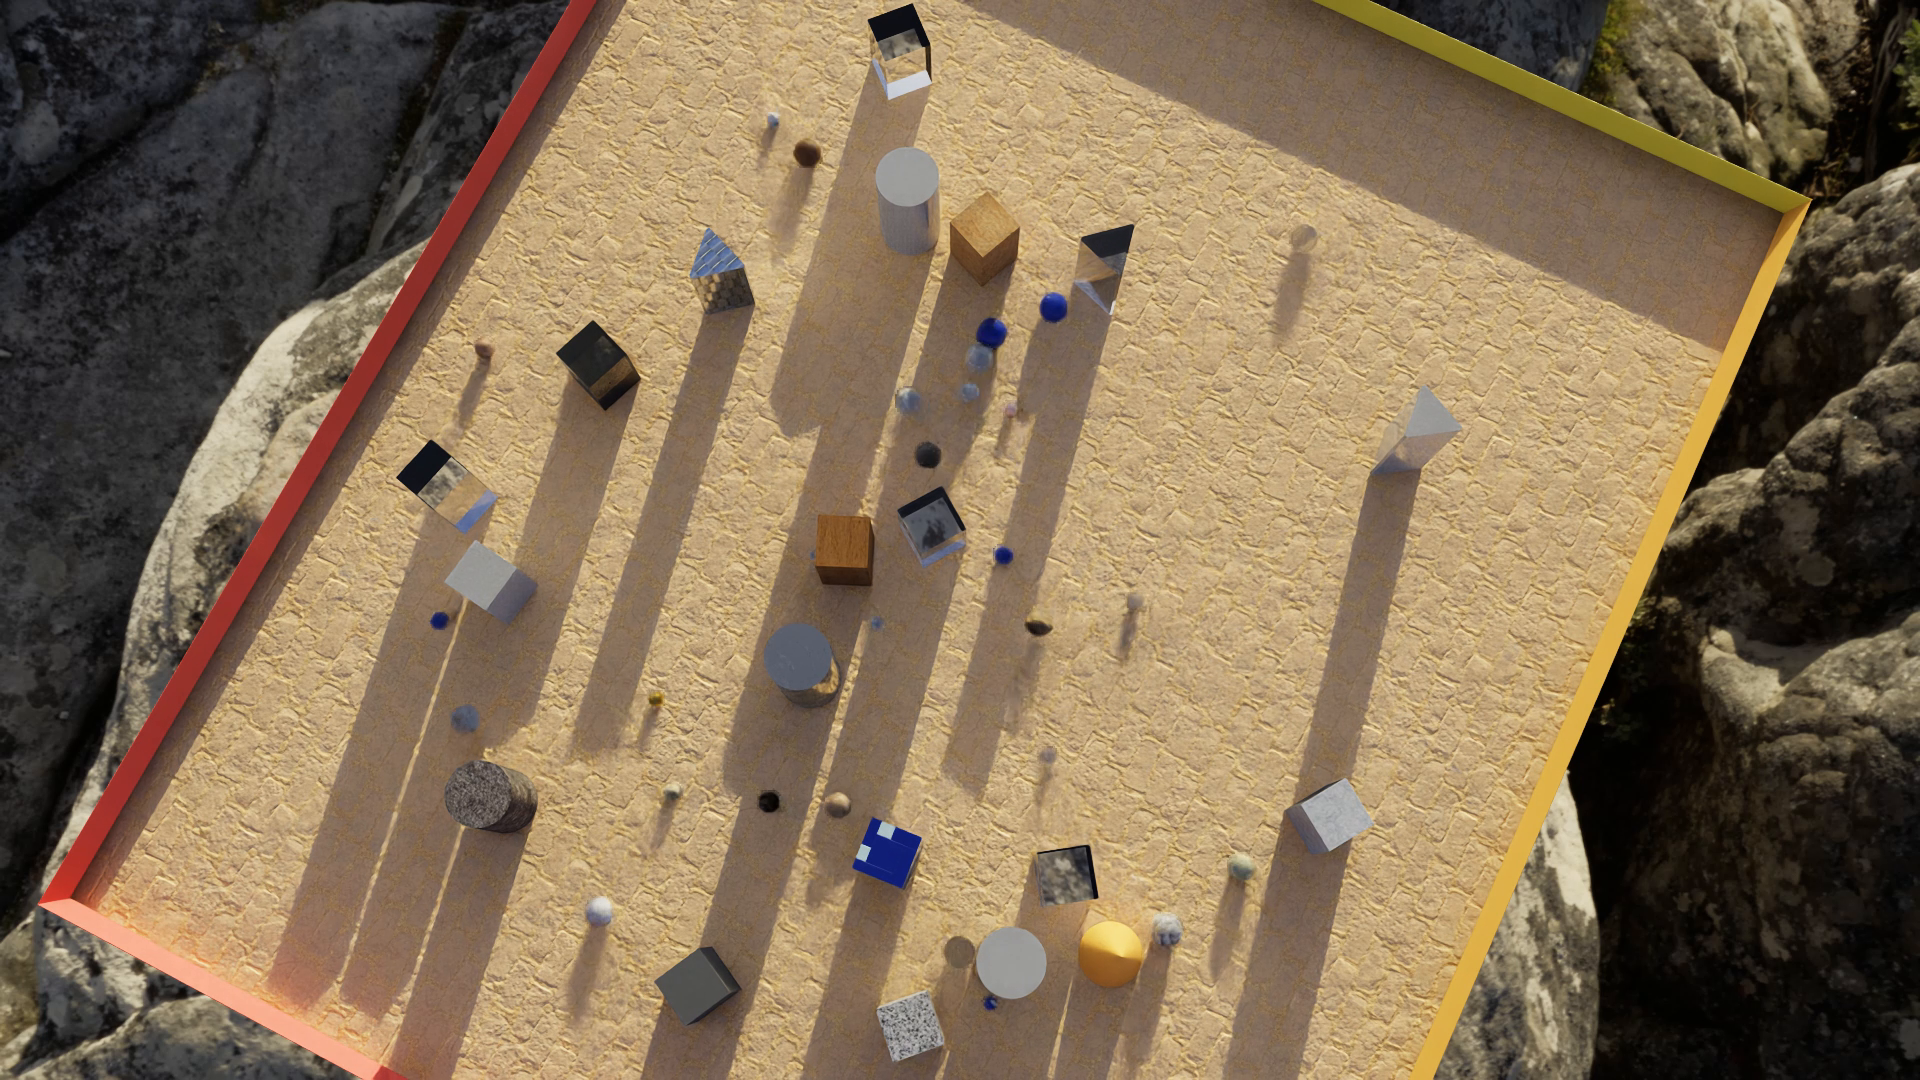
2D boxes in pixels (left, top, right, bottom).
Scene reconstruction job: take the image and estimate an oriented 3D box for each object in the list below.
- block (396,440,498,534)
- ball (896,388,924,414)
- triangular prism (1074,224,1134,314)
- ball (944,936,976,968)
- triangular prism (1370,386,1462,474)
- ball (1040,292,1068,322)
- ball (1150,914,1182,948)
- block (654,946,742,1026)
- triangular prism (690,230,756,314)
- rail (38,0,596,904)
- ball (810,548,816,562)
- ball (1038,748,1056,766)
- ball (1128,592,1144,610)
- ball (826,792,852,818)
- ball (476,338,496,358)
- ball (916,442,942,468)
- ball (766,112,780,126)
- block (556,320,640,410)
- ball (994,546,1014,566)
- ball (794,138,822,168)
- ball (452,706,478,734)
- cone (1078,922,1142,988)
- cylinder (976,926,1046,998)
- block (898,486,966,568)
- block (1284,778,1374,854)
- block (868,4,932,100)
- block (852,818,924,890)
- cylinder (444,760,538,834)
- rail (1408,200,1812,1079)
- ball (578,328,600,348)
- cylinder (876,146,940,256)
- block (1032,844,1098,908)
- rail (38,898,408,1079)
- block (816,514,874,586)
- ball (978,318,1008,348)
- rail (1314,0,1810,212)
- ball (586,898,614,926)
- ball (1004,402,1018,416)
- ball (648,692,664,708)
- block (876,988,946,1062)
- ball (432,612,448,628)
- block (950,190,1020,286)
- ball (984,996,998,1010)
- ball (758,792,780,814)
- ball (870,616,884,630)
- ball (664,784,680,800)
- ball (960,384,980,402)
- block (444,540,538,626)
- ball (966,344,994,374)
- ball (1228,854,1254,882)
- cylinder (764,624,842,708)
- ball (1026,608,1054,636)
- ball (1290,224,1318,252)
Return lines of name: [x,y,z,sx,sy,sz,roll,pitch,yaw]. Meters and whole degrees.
block: [-1.528,-0.156,5.475,0.151,0.339,0.151,39,81,7]
ball: [-0.155,-0.428,5.664,0.081,0.081,0.081,0,78,0]
triangular prism: [0.466,-0.850,5.607,0.164,0.362,0.142,44,82,8]
ball: [-0.002,1.197,5.322,0.091,0.091,0.091,0,78,0]
triangular prism: [1.338,-0.329,5.453,0.164,0.454,0.142,-8,78,-2]
ball: [0.292,-0.728,5.721,0.090,0.090,0.090,0,78,0]
ball: [0.601,1.138,5.333,0.093,0.093,0.093,0,78,0]
block: [-0.742,1.266,5.210,0.151,0.283,0.151,-36,81,-7]
triangular prism: [-0.737,-0.830,5.619,0.164,0.331,0.142,-13,79,-3]
rail: [-1.672,-0.812,5.721,0.045,0.123,4.304,26,80,5]
ball: [-0.437,0.046,5.584,0.044,0.044,0.044,0,78,0]
ball: [0.261,0.645,5.457,0.052,0.052,0.052,0,78,0]
ball: [0.533,0.184,5.552,0.052,0.052,0.052,0,78,0]
ball: [-0.358,0.784,5.415,0.076,0.076,0.076,0,78,0]
ball: [-1.479,-0.598,5.709,0.060,0.060,0.060,0,78,0]
ball: [-0.096,-0.259,5.629,0.081,0.081,0.081,0,78,0]
ball: [-0.599,-1.348,5.873,0.044,0.044,0.044,0,78,0]
block: [-1.102,-0.531,5.598,0.151,0.252,0.151,-43,82,-8]
ball: [0.134,0.048,5.577,0.058,0.058,0.058,0,78,0]
ball: [-0.484,-1.230,5.825,0.089,0.089,0.089,0,78,0]
ball: [-1.476,0.537,5.465,0.079,0.079,0.079,0,78,0]
cone: [0.441,1.174,5.178,0.189,0.383,0.189,0,78,0]
cylinder: [0.138,1.180,5.140,0.189,0.455,0.189,0,78,0]
block: [-0.083,-0.037,5.507,0.151,0.229,0.151,-28,80,-6]
block: [1.068,0.803,5.313,0.151,0.270,0.151,-30,80,-6]
block: [-0.189,-1.543,5.798,0.151,0.270,0.151,-21,79,-4]
block: [-0.204,0.906,5.278,0.151,0.296,0.151,21,79,4]
cylinder: [-1.350,0.745,5.295,0.189,0.327,0.189,0,78,0]
rail: [1.672,0.825,5.382,0.045,0.123,4.304,26,80,5]
ball: [-1.157,-0.631,5.715,0.063,0.063,0.063,0,78,0]
cylinder: [-0.156,-1.034,5.623,0.189,0.405,0.189,0,78,0]
block: [0.301,0.967,5.265,0.151,0.296,0.151,-9,78,-2]
rail: [-0.952,1.871,5.166,3.787,0.123,0.045,26,80,5]
block: [-0.340,0.034,5.457,0.151,0.299,0.151,2,78,0]
ball: [0.100,-0.644,5.701,0.094,0.094,0.094,0,78,0]
rail: [0.952,-1.858,5.937,3.787,0.123,0.045,26,80,5]
ball: [-1.051,1.086,5.351,0.080,0.080,0.080,0,78,0]
ball: [0.159,-0.405,5.678,0.044,0.044,0.044,0,78,0]
ball: [-0.911,0.478,5.493,0.047,0.047,0.047,0,78,0]
block: [-0.139,1.379,5.215,0.151,0.228,0.151,-19,79,-4]
ball: [-1.572,0.241,5.540,0.051,0.051,0.051,0,78,0]
block: [0.075,-0.929,5.673,0.151,0.266,0.151,-41,81,-8]
ball: [0.089,1.345,5.317,0.041,0.041,0.041,0,78,0]
ball: [-0.566,0.777,5.424,0.063,0.063,0.063,0,78,0]
ball: [-0.251,0.252,5.542,0.044,0.044,0.044,0,78,0]
ball: [-0.854,0.747,5.437,0.049,0.049,0.049,0,78,0]
ball: [0.029,-0.456,5.680,0.060,0.060,0.060,0,78,0]
block: [-1.390,0.130,5.448,0.151,0.277,0.151,33,80,6]
ball: [0.061,-0.562,5.687,0.090,0.090,0.090,0,78,0]
ball: [0.826,0.962,5.378,0.077,0.077,0.077,0,78,0]
cylinder: [-0.451,0.369,5.312,0.189,0.446,0.189,0,78,0]
ball: [0.240,0.249,5.522,0.085,0.085,0.085,0,78,0]
ball: [1.085,-0.950,5.769,0.086,0.086,0.086,0,78,0]
